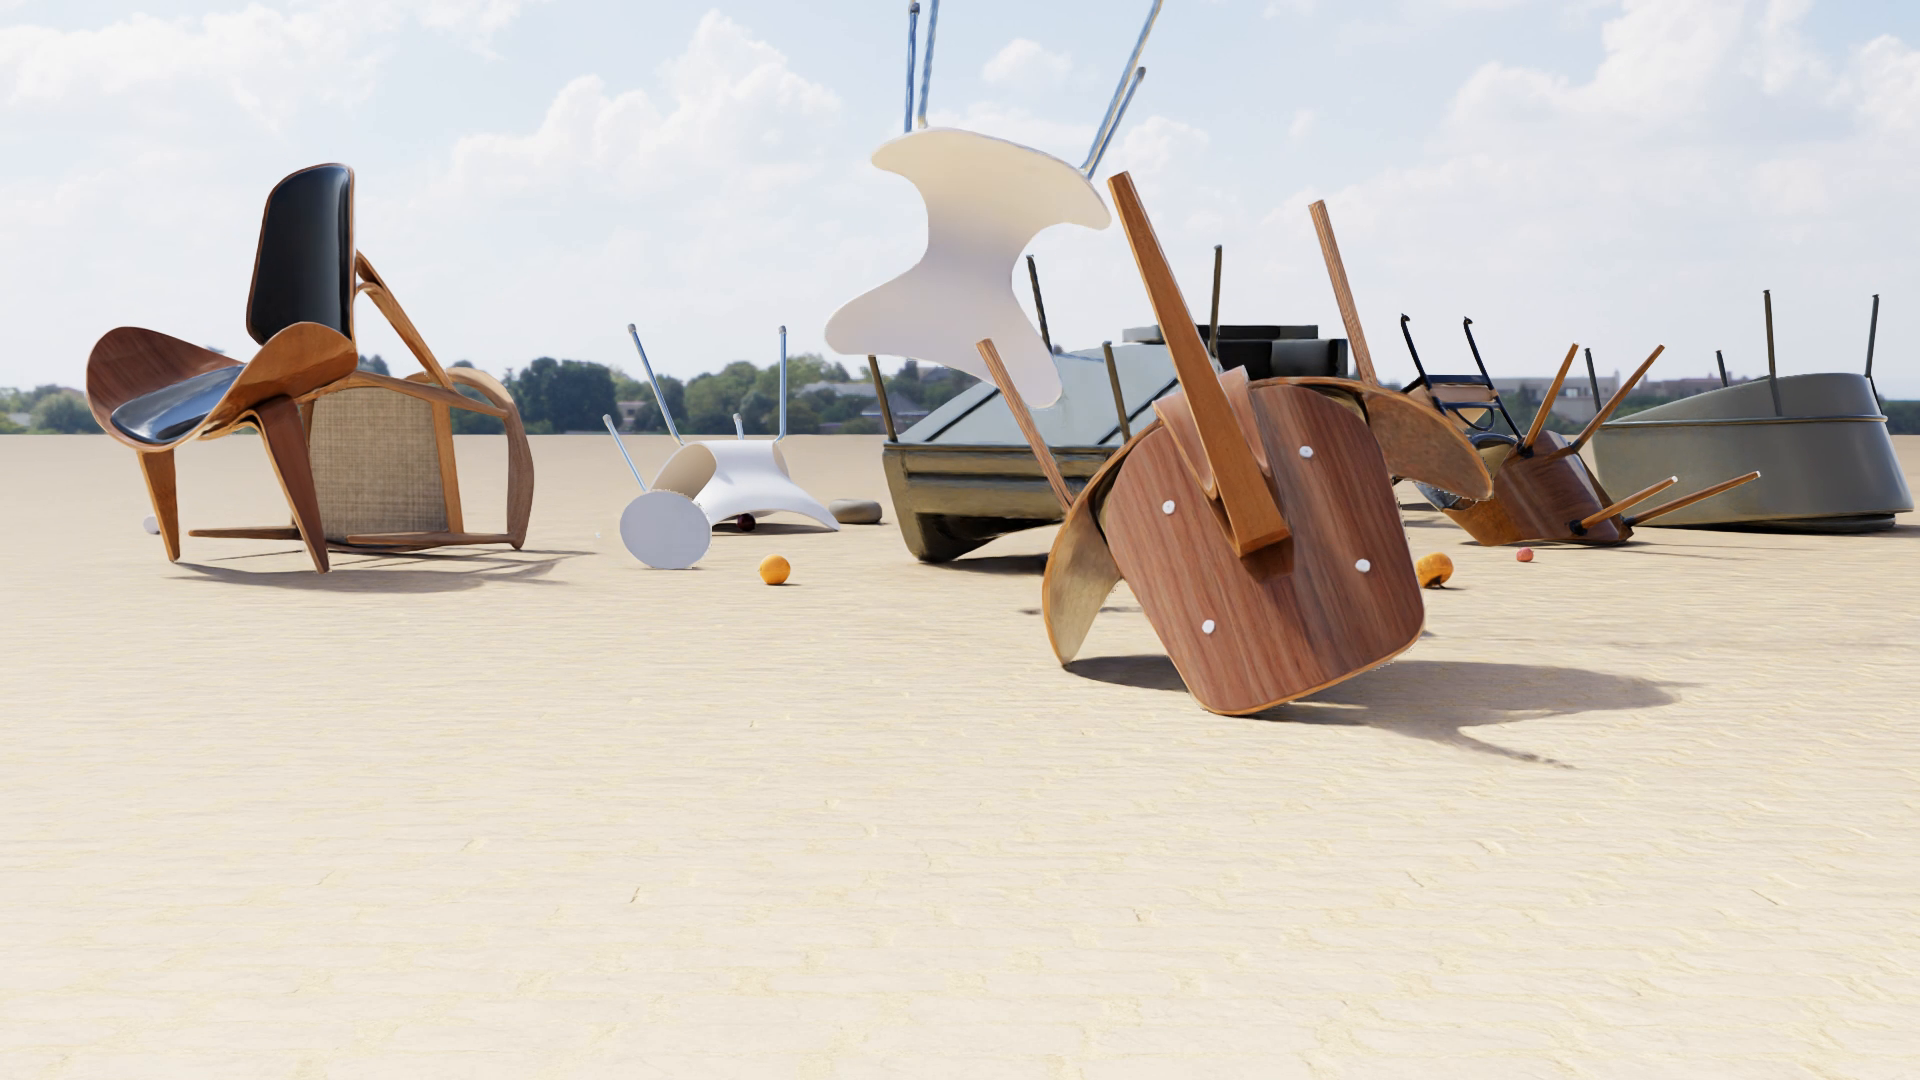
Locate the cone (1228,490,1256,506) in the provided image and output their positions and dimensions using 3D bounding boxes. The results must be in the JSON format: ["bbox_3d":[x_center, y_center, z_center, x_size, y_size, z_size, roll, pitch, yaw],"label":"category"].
[{"bbox_3d":[1.099,-0.150,8.515,0.122,0.077,0.047,-7,-40,26],"label":"cone"}]

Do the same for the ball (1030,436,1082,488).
[{"bbox_3d":[0.430,-0.350,9.927,0.236,0.236,0.236,0,4,0],"label":"ball"}]

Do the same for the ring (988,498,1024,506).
[{"bbox_3d":[0.174,-0.146,8.472,0.149,0.028,0.120,3,4,33],"label":"ring"}]

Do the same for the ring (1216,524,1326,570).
[{"bbox_3d":[0.770,0.019,5.435,0.272,0.085,0.352,-11,-7,15],"label":"ring"}]

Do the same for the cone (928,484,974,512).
[{"bbox_3d":[-0.069,-0.131,8.109,0.198,0.084,0.144,20,32,22],"label":"cone"}]

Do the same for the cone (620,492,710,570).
[{"bbox_3d":[-0.737,0.018,5.595,0.252,0.208,0.170,39,-21,22],"label":"cone"}]

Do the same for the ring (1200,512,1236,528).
[{"bbox_3d":[0.842,-0.068,7.204,0.119,0.045,0.257,0,3,10],"label":"ring"}]

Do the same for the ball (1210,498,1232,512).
[{"bbox_3d":[0.888,-0.104,7.483,0.080,0.080,0.080,0,4,0],"label":"ball"}]

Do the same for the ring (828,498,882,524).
[{"bbox_3d":[-0.352,-0.095,7.386,0.155,0.077,0.235,-1,5,-36],"label":"ring"}]
